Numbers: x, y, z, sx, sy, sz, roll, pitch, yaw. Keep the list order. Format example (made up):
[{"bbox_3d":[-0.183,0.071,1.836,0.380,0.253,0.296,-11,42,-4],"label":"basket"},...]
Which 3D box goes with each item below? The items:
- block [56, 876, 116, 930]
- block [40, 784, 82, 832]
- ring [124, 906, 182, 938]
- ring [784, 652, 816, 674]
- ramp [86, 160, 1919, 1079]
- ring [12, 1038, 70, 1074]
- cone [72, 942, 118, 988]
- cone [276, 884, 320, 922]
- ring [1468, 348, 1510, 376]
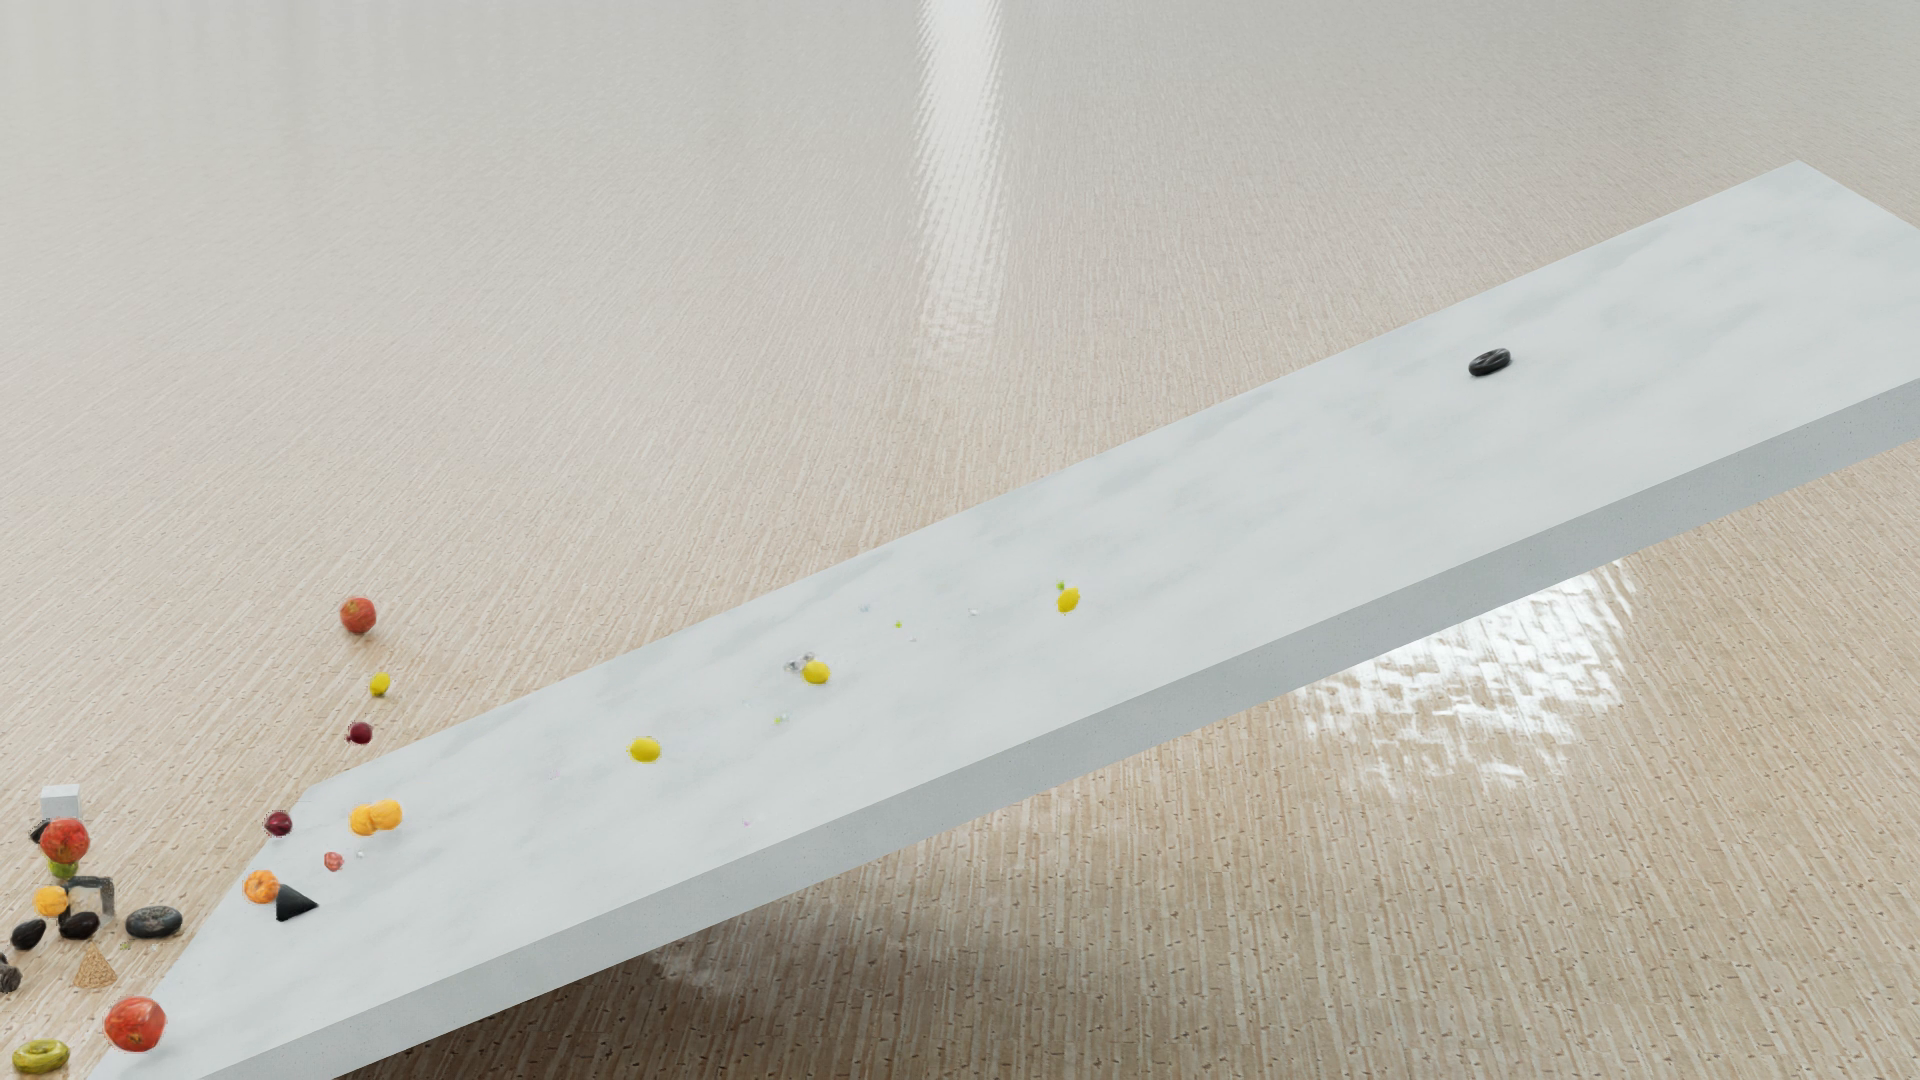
[{"bbox_3d":[-2.046,0.850,6.888,0.095,0.095,0.095,3,15,10],"label":"block"},{"bbox_3d":[-2.297,0.683,7.518,0.090,0.090,0.090,-3,15,-12],"label":"block"},{"bbox_3d":[-1.875,0.889,6.843,0.131,0.044,0.131,-1,15,0],"label":"ring"},{"bbox_3d":[-0.354,0.271,6.492,0.078,0.026,0.078,-24,12,5],"label":"ring"},{"bbox_3d":[0.132,0.170,6.284,4.000,0.100,2.000,-23,13,8],"label":"ramp"},{"bbox_3d":[-1.920,1.078,6.146,0.117,0.039,0.117,-1,16,0],"label":"ring"},{"bbox_3d":[-1.932,0.937,6.560,0.097,0.097,0.097,0,15,0],"label":"cone"},{"bbox_3d":[-1.425,0.788,6.362,0.085,0.085,0.085,4,15,3],"label":"cone"},{"bbox_3d":[1.143,-0.384,6.348,0.098,0.033,0.098,-25,9,4],"label":"ring"}]
